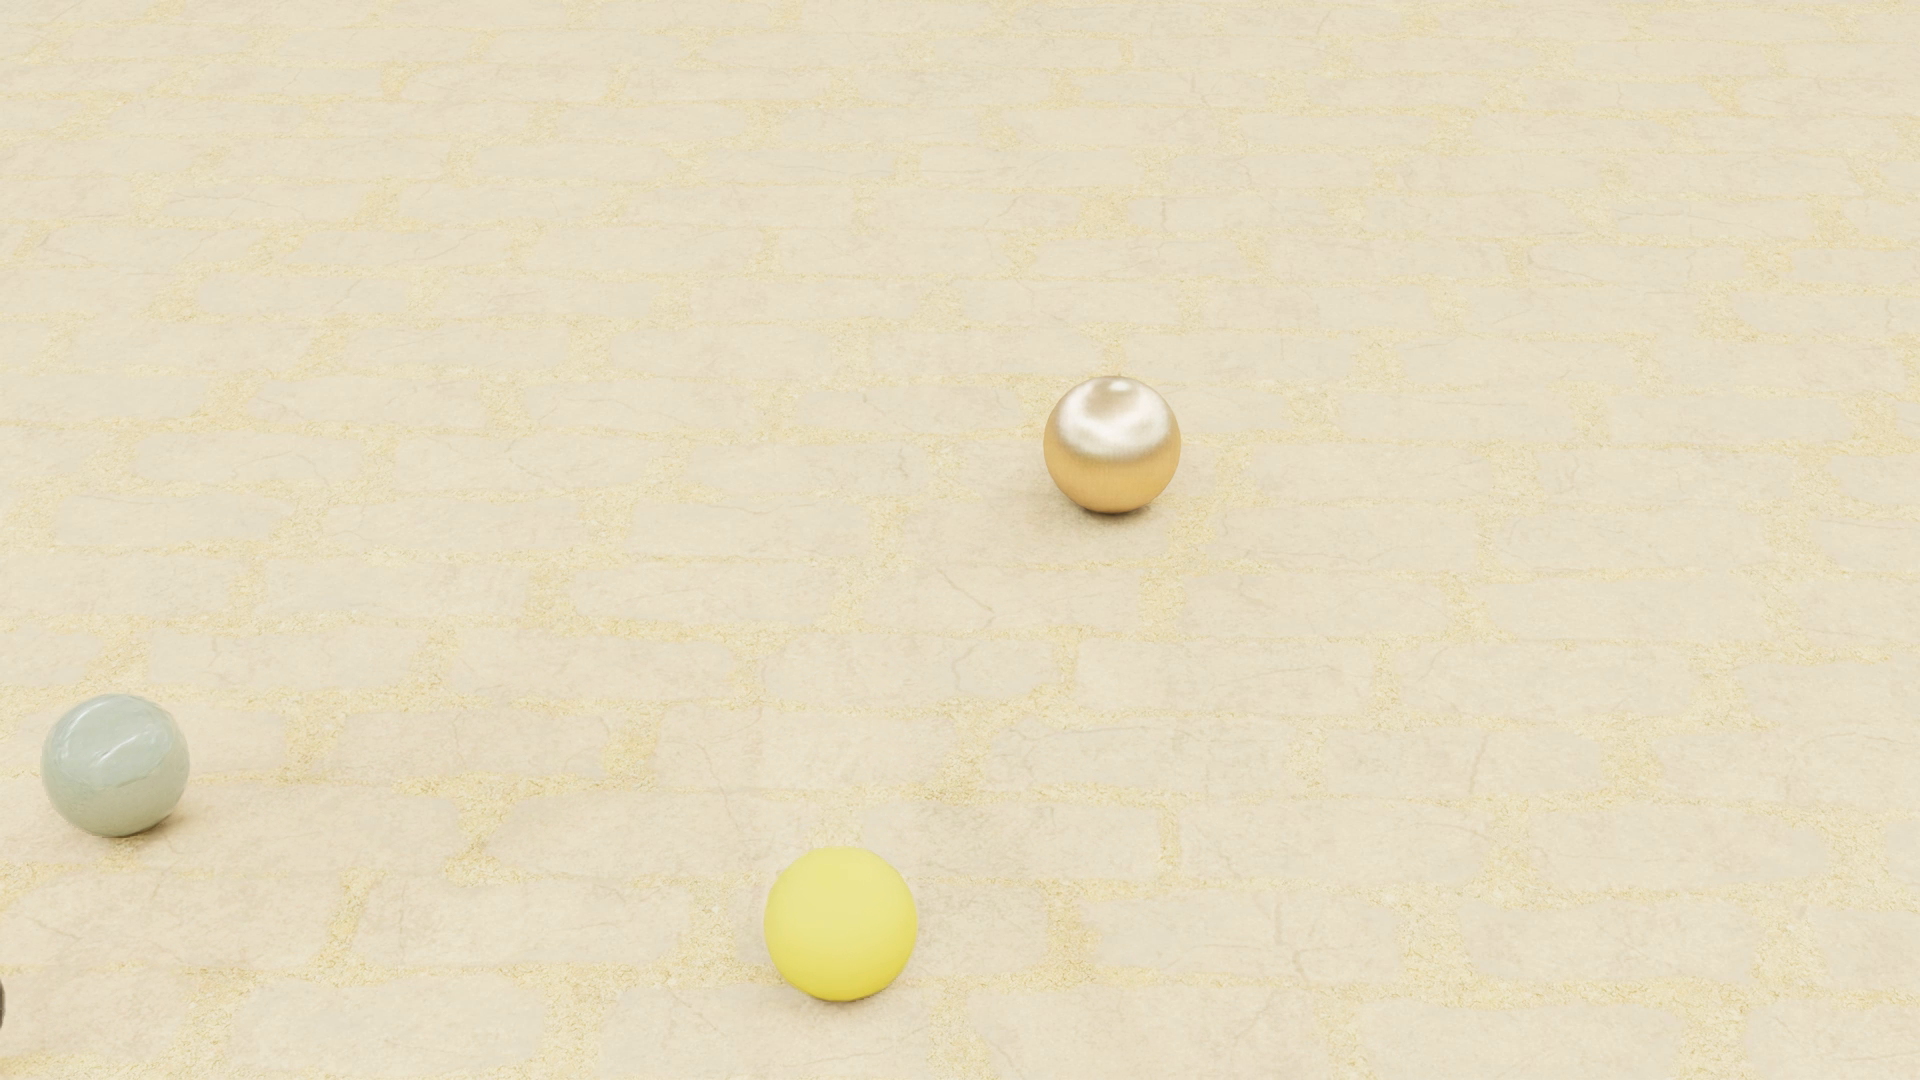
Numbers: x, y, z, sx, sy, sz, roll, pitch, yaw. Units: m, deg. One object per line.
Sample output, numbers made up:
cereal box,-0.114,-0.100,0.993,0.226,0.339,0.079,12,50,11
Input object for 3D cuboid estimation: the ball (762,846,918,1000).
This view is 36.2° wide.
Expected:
ball,-0.054,0.171,1.314,0.069,0.069,0.069,0,31,0

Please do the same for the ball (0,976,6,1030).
ball,-0.446,0.201,1.266,0.068,0.068,0.068,0,31,0

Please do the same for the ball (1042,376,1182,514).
ball,0.086,-0.054,1.672,0.079,0.079,0.079,0,31,0

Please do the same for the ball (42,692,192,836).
ball,-0.406,0.108,1.417,0.069,0.069,0.069,0,31,0
